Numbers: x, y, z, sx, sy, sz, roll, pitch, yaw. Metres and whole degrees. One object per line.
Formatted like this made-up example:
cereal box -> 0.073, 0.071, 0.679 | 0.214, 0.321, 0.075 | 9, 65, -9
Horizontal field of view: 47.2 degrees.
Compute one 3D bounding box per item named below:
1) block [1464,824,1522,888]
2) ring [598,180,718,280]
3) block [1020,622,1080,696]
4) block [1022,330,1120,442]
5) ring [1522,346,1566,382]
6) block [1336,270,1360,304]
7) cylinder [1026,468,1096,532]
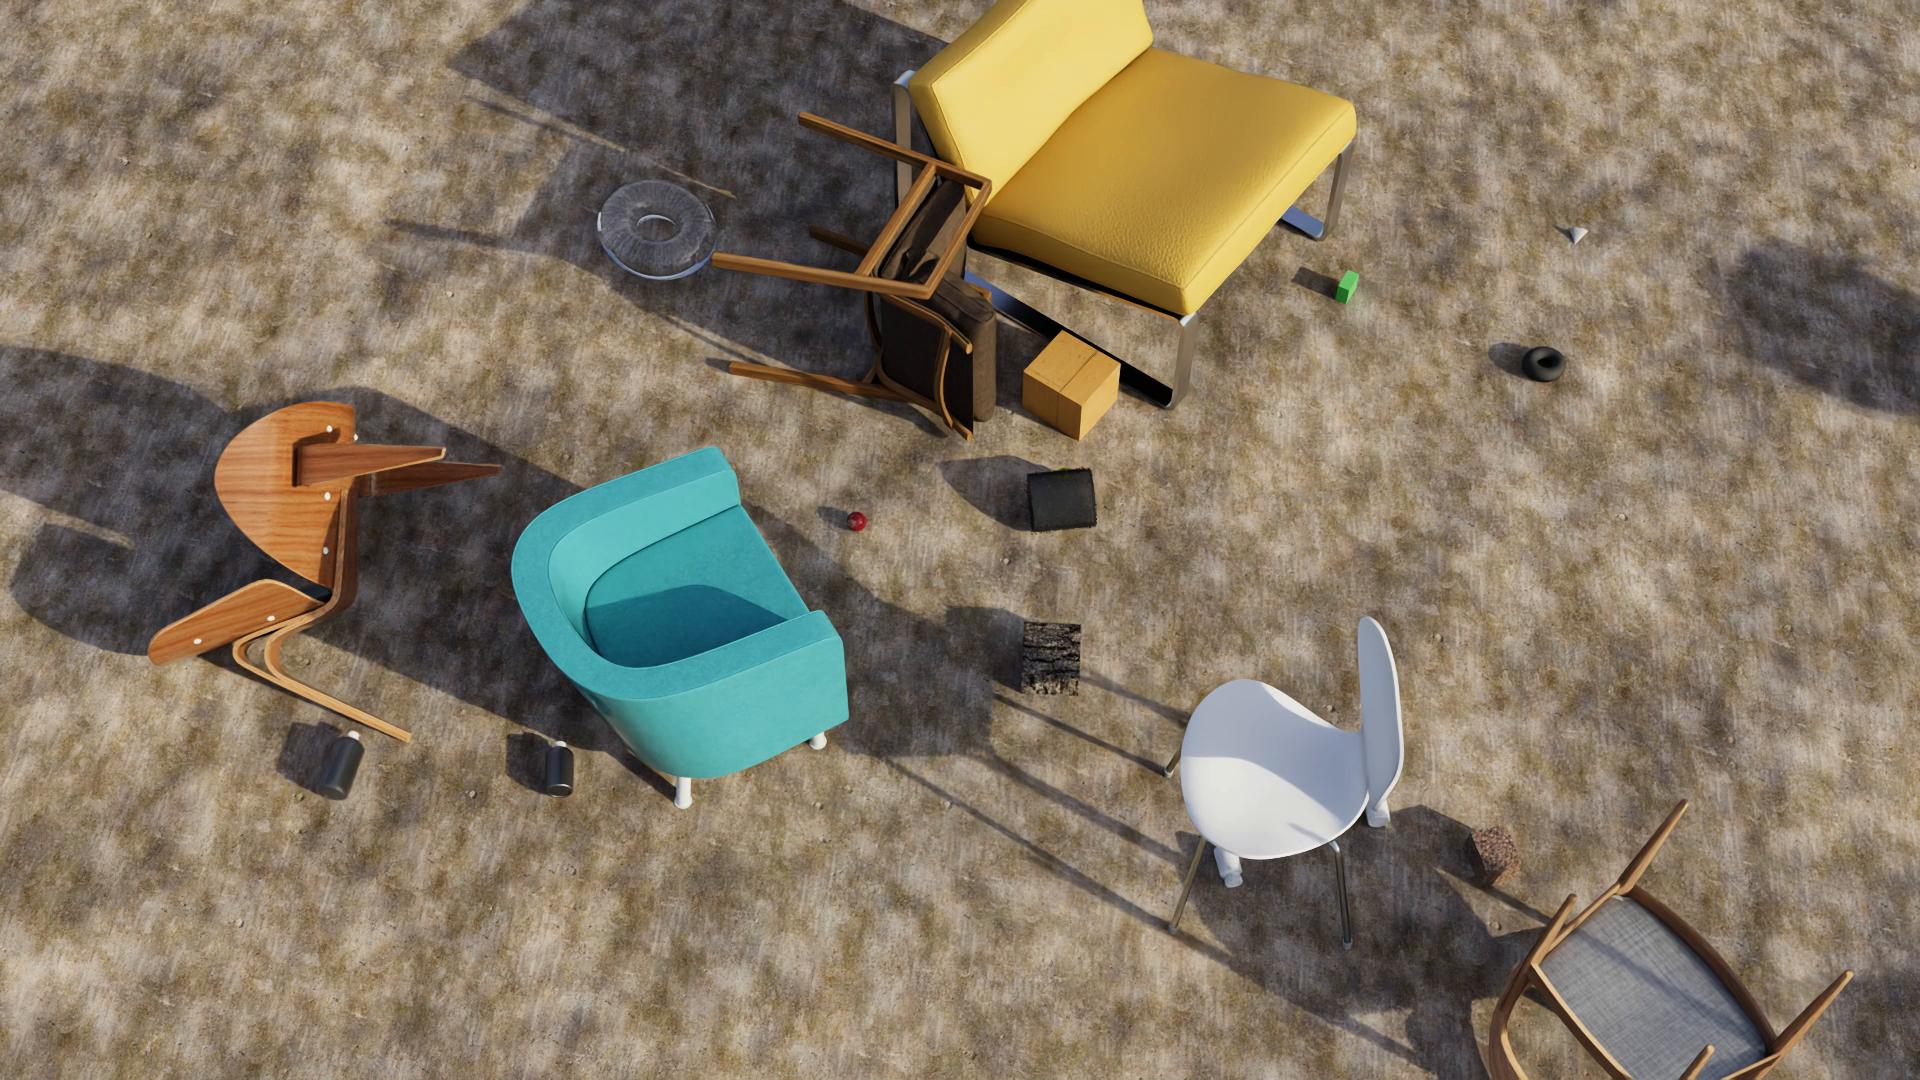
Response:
block -> 1.439, 0.854, 5.942 | 0.101, 0.097, 0.122 | -12, 57, -8
ring -> -0.988, -1.015, 7.181 | 0.424, 0.126, 0.364 | 39, 65, 22
block -> 0.260, 0.339, 6.280 | 0.163, 0.110, 0.174 | 2, 56, 2
block -> 0.342, -0.476, 6.785 | 0.219, 0.180, 0.204 | 32, 62, 20
ring -> 1.836, -0.552, 6.912 | 0.137, 0.055, 0.124 | -7, 58, -6
block -> 1.246, -0.814, 7.079 | 0.039, 0.068, 0.077 | 26, 60, 16
cylinder -> 0.303, -0.119, 6.573 | 0.188, 0.116, 0.179 | -6, 86, -4
